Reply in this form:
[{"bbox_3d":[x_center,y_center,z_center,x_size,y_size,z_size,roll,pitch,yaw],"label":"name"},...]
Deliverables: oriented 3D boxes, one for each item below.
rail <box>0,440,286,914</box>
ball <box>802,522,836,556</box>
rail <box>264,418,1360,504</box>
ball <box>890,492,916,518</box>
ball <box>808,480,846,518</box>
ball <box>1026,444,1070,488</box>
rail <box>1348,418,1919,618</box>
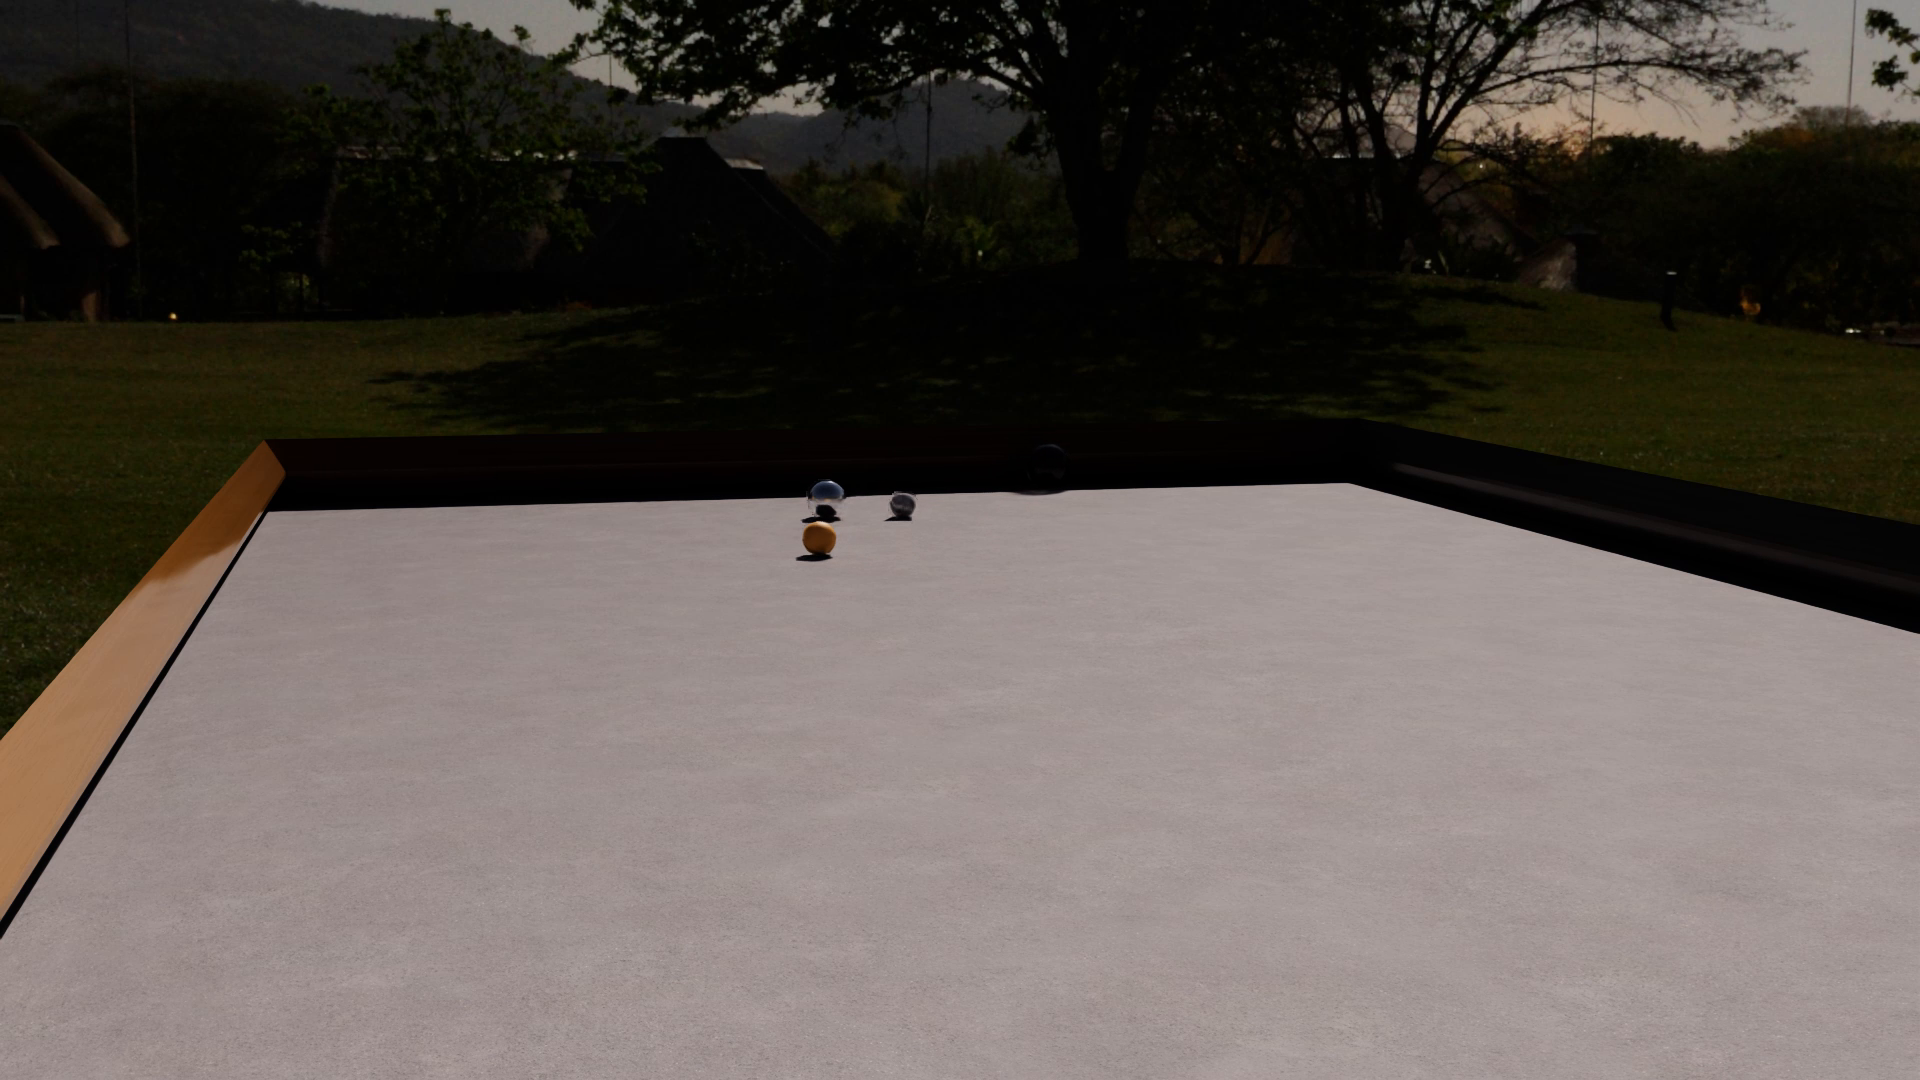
[{"bbox_3d":[-0.875,0.147,2.322,0.045,0.129,4.352,-2,8,-13],"label":"rail"},{"bbox_3d":[-0.236,-0.002,3.698,0.057,0.057,0.057,0,8,0],"label":"ball"},{"bbox_3d":[-0.244,-0.170,4.661,2.358,0.129,0.045,-2,8,-13],"label":"rail"},{"bbox_3d":[-0.109,-0.067,4.206,0.049,0.049,0.049,0,8,0],"label":"ball"},{"bbox_3d":[-0.255,-0.079,4.212,0.071,0.071,0.071,0,8,0],"label":"ball"},{"bbox_3d":[0.188,-0.157,4.694,0.096,0.096,0.096,0,8,0],"label":"ball"},{"bbox_3d":[1.374,0.076,2.847,0.045,0.129,4.352,-2,8,-13],"label":"rail"}]
